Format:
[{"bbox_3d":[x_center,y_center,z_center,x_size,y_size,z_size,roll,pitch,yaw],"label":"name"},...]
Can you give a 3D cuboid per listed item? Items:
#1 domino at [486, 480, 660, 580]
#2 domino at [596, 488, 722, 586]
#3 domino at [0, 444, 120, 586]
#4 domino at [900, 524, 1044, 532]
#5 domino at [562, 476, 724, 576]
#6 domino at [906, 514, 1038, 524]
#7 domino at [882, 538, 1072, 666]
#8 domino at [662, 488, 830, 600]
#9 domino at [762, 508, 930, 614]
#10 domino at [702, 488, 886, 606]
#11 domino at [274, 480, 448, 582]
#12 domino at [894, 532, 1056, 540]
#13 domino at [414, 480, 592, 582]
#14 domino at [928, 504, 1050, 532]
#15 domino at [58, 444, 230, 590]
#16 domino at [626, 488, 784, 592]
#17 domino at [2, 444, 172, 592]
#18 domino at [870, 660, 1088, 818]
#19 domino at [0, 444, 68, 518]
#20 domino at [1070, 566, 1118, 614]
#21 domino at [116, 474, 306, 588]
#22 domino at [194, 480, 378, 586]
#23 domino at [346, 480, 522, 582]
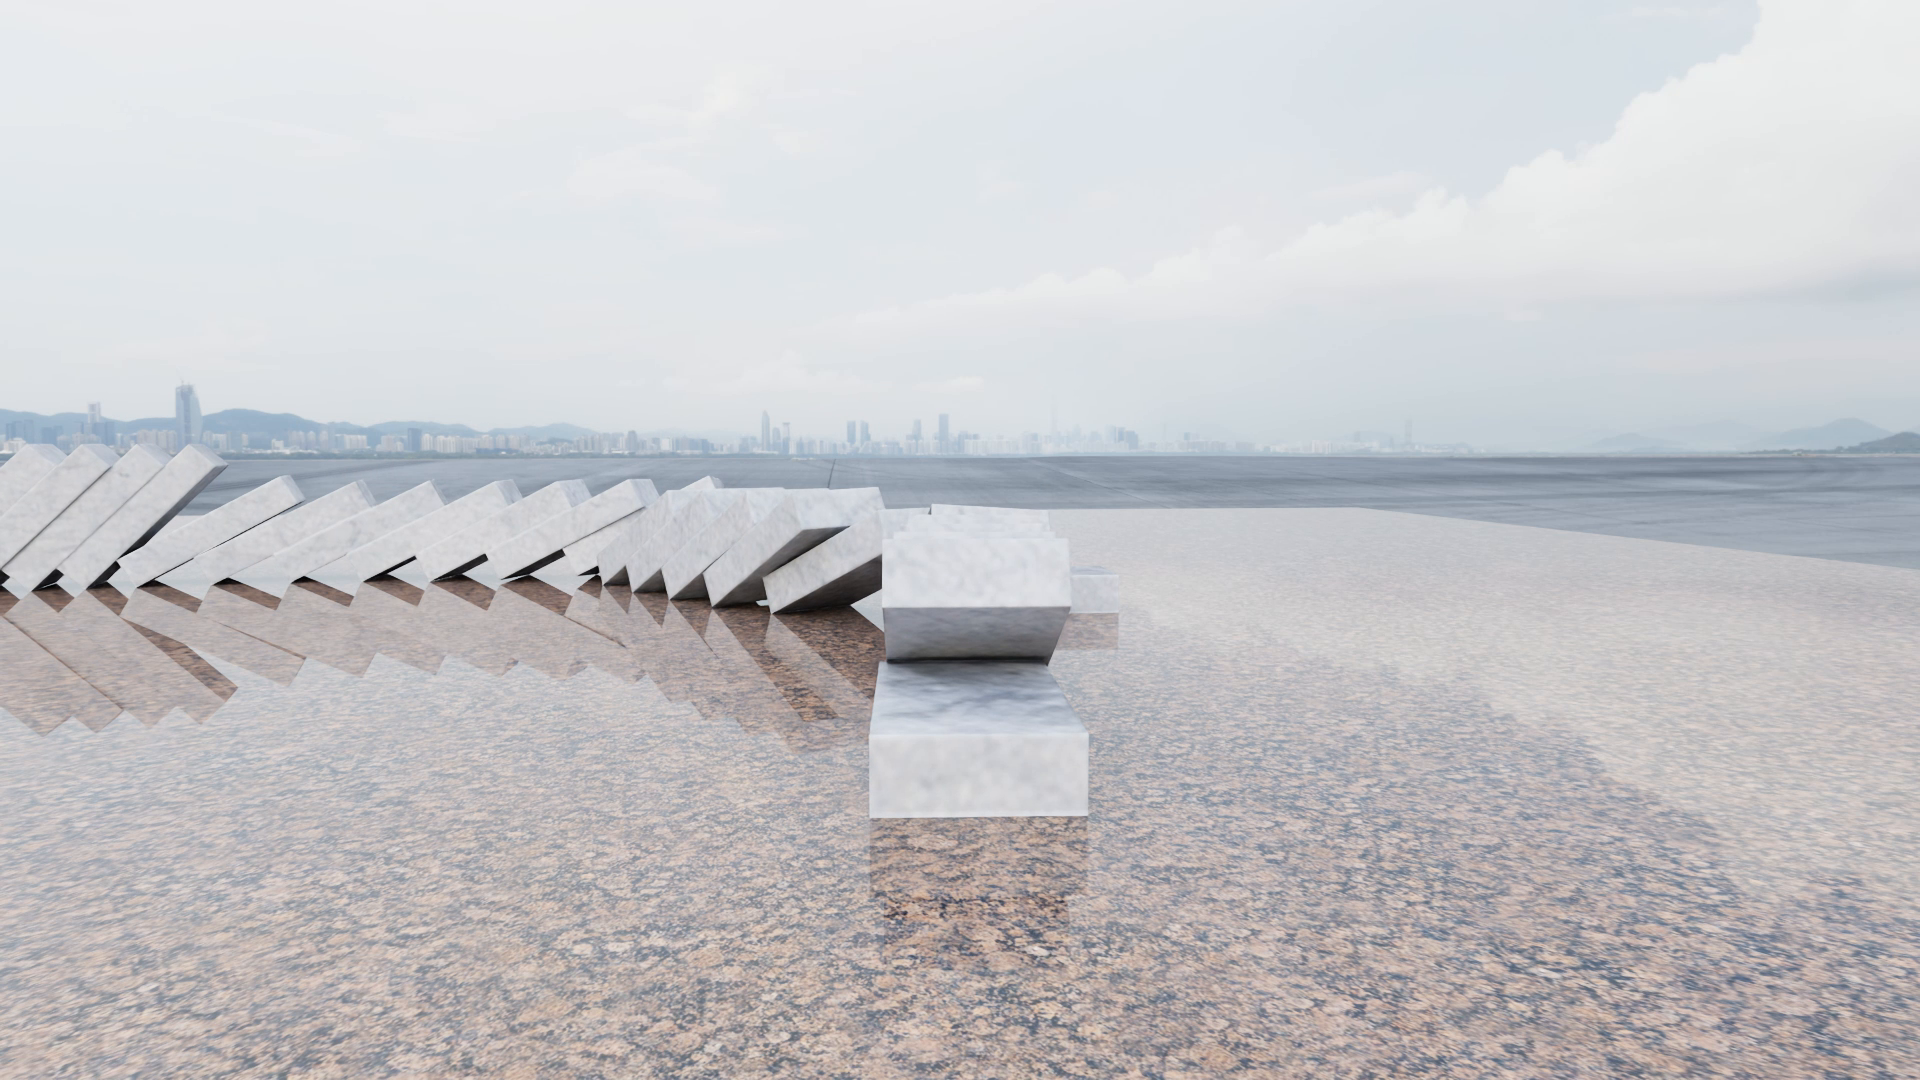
[{"bbox_3d":[-0.121,-0.004,0.404,0.050,0.009,0.025,-27,2,3],"label":"domino"},{"bbox_3d":[-0.085,-0.001,0.378,0.025,0.010,0.050,-4,-19,-41],"label":"domino"},{"bbox_3d":[-0.271,-0.007,0.378,0.009,0.050,0.025,45,-12,-18],"label":"domino"},{"bbox_3d":[0.001,0.010,0.243,0.025,0.010,0.050,0,-19,-2],"label":"domino"},{"bbox_3d":[-0.098,-0.004,0.407,0.050,0.010,0.025,-27,1,-2],"label":"domino"},{"bbox_3d":[0.001,0.008,0.266,0.025,0.009,0.050,0,-19,-3],"label":"domino"},{"bbox_3d":[0.001,0.013,0.194,0.025,0.010,0.050,0,-20,-2],"label":"domino"},{"bbox_3d":[-0.057,0.001,0.342,0.025,0.010,0.050,-4,-21,-41],"label":"domino"},{"bbox_3d":[-0.024,0.005,0.313,0.025,0.010,0.050,-4,-16,-43],"label":"domino"},{"bbox_3d":[-0.042,0.002,0.324,0.025,0.010,0.050,-6,-20,-39],"label":"domino"},{"bbox_3d":[-0.190,-0.004,0.409,0.050,0.009,0.025,-29,12,-15],"label":"domino"},{"bbox_3d":[0.001,0.012,0.219,0.025,0.009,0.050,0,-20,-2],"label":"domino"},{"bbox_3d":[-0.143,-0.003,0.406,0.050,0.010,0.025,-27,3,3],"label":"domino"},{"bbox_3d":[0.002,0.006,0.288,0.025,0.010,0.050,3,-20,-9],"label":"domino"},{"bbox_3d":[-0.247,-0.008,0.390,0.009,0.050,0.025,45,-12,-18],"label":"domino"},{"bbox_3d":[-0.071,0.000,0.359,0.025,0.010,0.050,-4,-21,-41],"label":"domino"},{"bbox_3d":[-0.259,-0.008,0.384,0.010,0.050,0.025,45,-12,-18],"label":"domino"},{"bbox_3d":[0.001,0.025,0.171,0.025,0.010,0.050,0,4,-2],"label":"domino"},{"bbox_3d":[-0.283,-0.007,0.373,0.010,0.050,0.025,45,-12,-18],"label":"domino"},{"bbox_3d":[0.014,0.013,0.334,0.050,0.009,0.025,0,4,-5],"label":"domino"},{"bbox_3d":[-0.230,-0.003,0.397,0.050,0.010,0.025,-32,15,-16],"label":"domino"},{"bbox_3d":[-0.211,-0.003,0.404,0.050,0.009,0.025,-29,13,-15],"label":"domino"},{"bbox_3d":[-0.166,-0.004,0.409,0.050,0.010,0.025,-27,7,-4],"label":"domino"}]
